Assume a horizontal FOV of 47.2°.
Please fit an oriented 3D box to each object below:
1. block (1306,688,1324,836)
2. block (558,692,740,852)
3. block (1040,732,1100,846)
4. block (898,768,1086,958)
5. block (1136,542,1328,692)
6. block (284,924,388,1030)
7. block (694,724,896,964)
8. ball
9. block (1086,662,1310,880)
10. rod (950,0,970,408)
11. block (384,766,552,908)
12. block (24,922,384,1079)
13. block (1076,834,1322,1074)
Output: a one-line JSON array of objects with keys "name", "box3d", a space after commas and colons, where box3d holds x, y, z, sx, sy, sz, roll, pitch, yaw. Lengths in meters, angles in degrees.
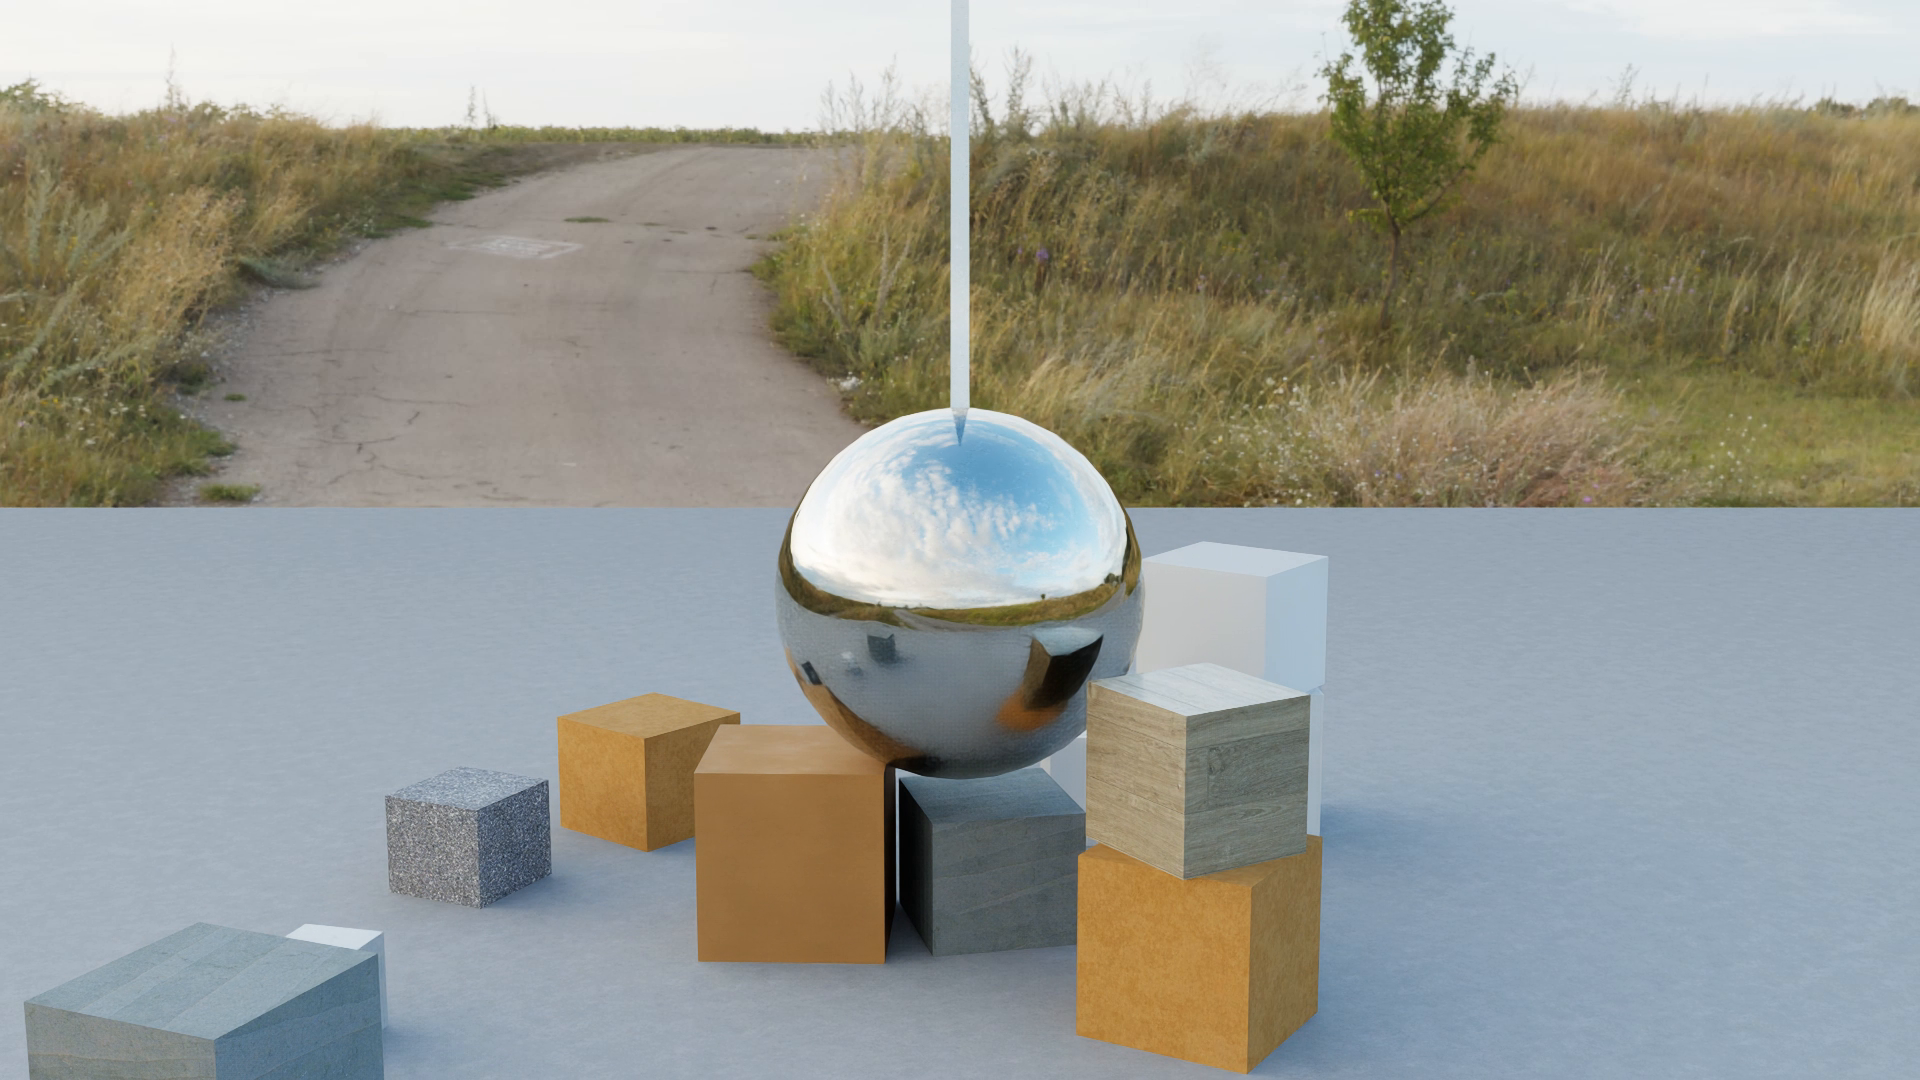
[{"name": "block", "box3d": [1.425, 1.091, 11.360, 0.740, 0.788, 0.753, 0, 10, -2]}, {"name": "block", "box3d": [-1.603, 1.189, 11.392, 0.658, 0.586, 0.666, 8, 13, 39]}, {"name": "block", "box3d": [0.746, 1.207, 11.351, 0.617, 0.564, 0.639, 0, 10, -2]}, {"name": "block", "box3d": [0.134, 1.442, 9.947, 0.688, 0.603, 0.725, -2, 11, -13]}, {"name": "block", "box3d": [1.366, 0.415, 11.036, 0.720, 0.658, 0.652, 7, 13, 35]}, {"name": "block", "box3d": [-2.521, 1.785, 8.641, 0.349, 0.396, 0.431, 3, 11, 15]}, {"name": "block", "box3d": [-0.716, 1.341, 9.826, 0.810, 0.846, 0.796, 0, 10, 2]}, {"name": "ball", "box3d": [0.000, 0.229, 9.467, 1.600, 1.600, 1.600, 0, 10, 0]}, {"name": "block", "box3d": [0.933, 0.895, 8.688, 0.610, 0.640, 0.635, -6, 12, -32]}, {"name": "rod", "box3d": [0.000, -3.150, 9.847, 0.080, 5.200, 0.080, 0, -6, 0]}, {"name": "block", "box3d": [-2.339, 1.409, 10.492, 0.533, 0.474, 0.551, 5, 11, 25]}, {"name": "block", "box3d": [-2.430, 1.825, 7.162, 0.756, 0.847, 0.776, 4, 11, 23]}, {"name": "block", "box3d": [0.960, 1.580, 8.791, 0.734, 0.745, 0.713, 6, 12, 30]}]
